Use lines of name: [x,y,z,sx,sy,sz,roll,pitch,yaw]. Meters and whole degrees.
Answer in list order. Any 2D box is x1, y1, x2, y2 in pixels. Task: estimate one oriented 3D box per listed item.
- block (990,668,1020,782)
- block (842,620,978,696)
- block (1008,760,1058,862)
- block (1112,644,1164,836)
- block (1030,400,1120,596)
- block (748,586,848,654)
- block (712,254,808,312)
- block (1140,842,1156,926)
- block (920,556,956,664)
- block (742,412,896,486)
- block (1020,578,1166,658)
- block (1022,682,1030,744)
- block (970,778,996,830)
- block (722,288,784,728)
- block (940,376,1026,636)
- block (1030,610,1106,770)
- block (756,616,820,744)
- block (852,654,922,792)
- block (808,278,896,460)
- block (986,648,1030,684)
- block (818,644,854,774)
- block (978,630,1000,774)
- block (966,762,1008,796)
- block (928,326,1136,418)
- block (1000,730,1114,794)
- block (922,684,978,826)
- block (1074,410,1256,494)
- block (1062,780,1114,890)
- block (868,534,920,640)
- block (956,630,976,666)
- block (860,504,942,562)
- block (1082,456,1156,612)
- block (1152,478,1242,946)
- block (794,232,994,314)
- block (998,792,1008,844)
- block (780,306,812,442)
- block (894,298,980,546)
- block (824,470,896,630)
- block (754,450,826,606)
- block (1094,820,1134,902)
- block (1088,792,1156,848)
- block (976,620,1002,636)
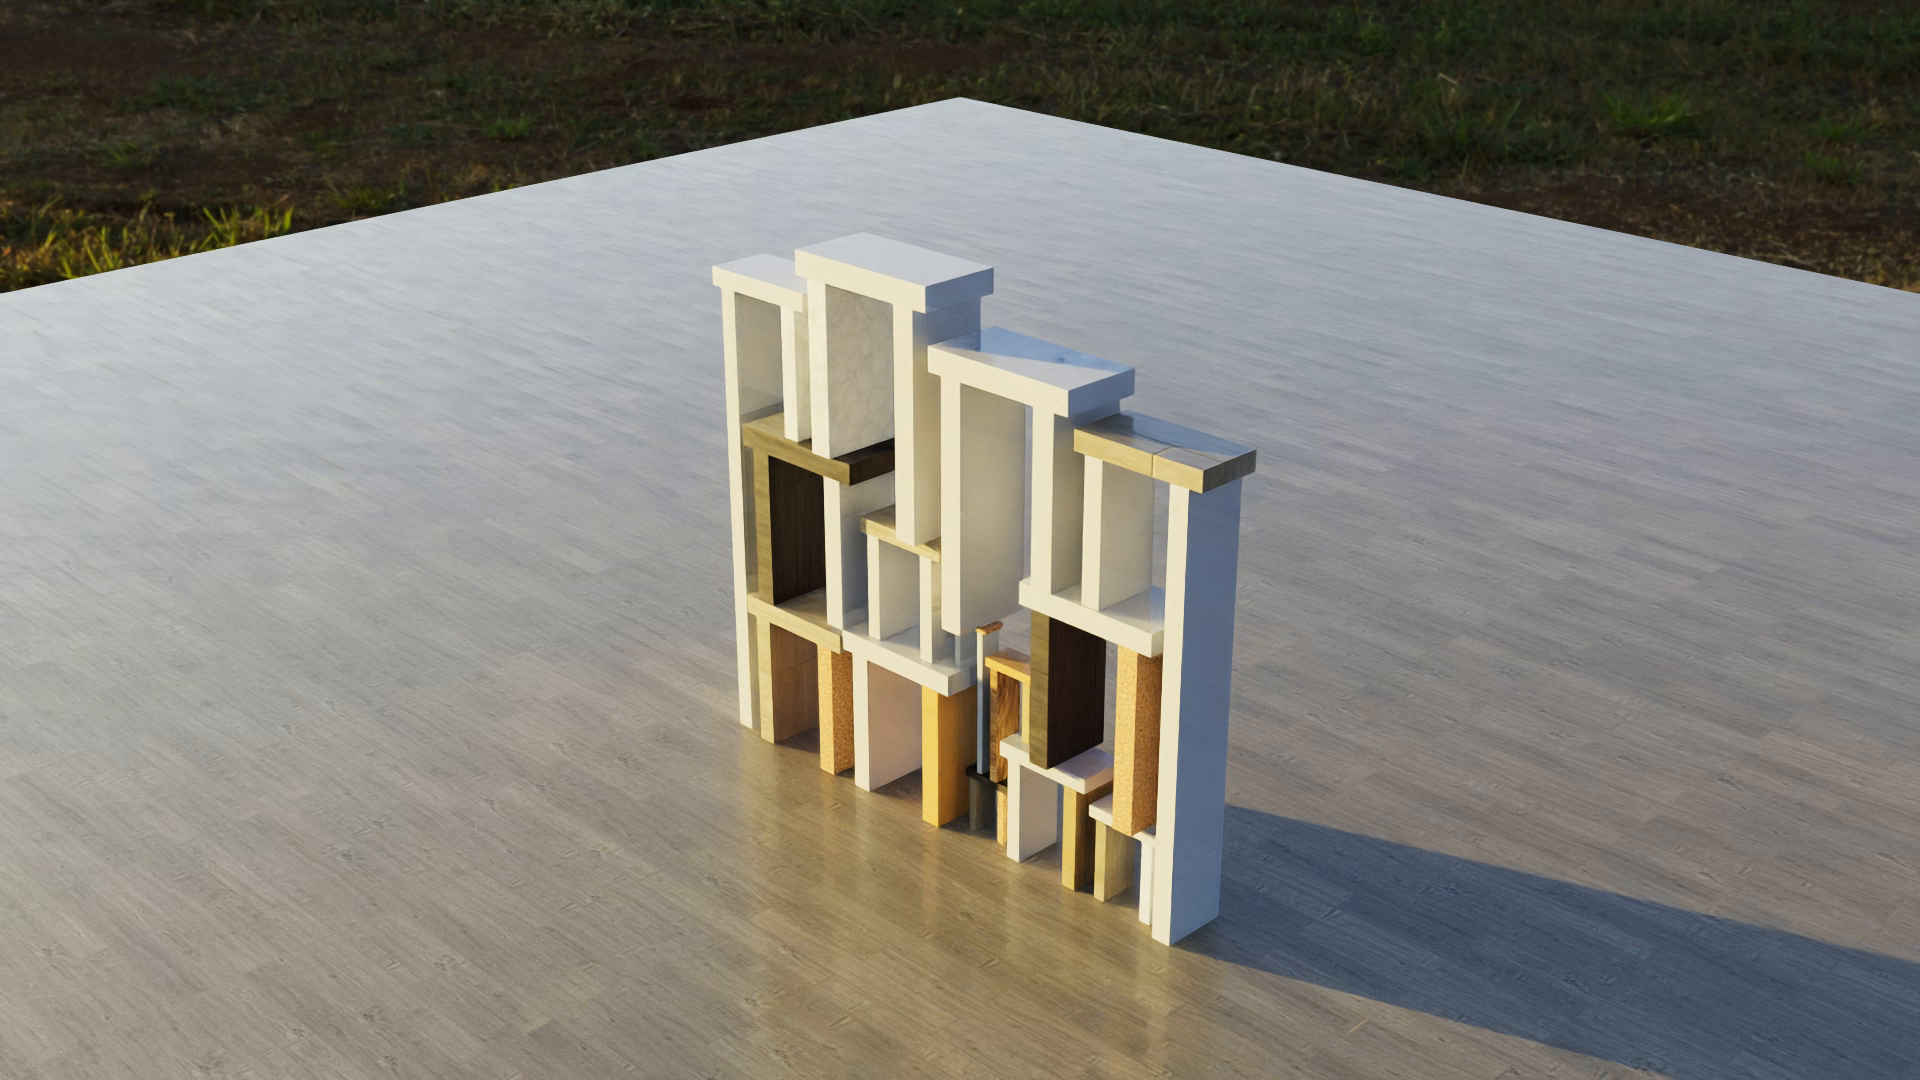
block: [0.088,0.352,4.282,0.064,0.245,0.018,-21,31,-41]
block: [-0.077,0.222,4.407,0.303,0.043,0.152,21,31,41]
block: [0.142,0.508,4.285,0.031,0.218,0.109,21,31,41]
block: [0.351,0.340,3.986,0.159,0.372,0.045,-21,31,-40]
block: [0.208,-0.091,3.965,0.174,0.348,0.049,-21,31,-40]
block: [-0.295,0.154,4.604,0.290,0.041,0.145,21,31,41]
block: [-0.354,-0.515,4.394,0.137,0.039,0.274,-21,31,-40]
block: [0.372,0.621,4.079,0.085,0.170,0.024,-21,31,-40]
block: [-0.027,0.121,4.306,0.111,0.222,0.031,-21,31,-41]
block: [-0.272,-0.193,4.446,0.161,0.046,0.322,-21,31,-41]
block: [0.277,0.119,3.973,0.159,0.045,0.318,-21,31,-40]
block: [0.148,0.321,4.204,0.018,0.128,0.064,21,31,40]
block: [0.045,0.517,4.395,0.016,0.115,0.058,21,31,41]
block: [-0.418,-0.068,4.655,0.039,0.989,0.137,21,31,41]
block: [0.044,-0.082,4.148,0.174,0.509,0.049,-21,31,-40]
block: [0.202,0.256,4.113,0.159,0.318,0.045,-21,31,-40]
block: [-0.363,0.279,4.732,0.041,0.290,0.145,21,31,41]
block: [-0.148,0.353,4.540,0.043,0.303,0.152,21,31,41]
block: [-0.210,-0.353,4.310,0.050,0.356,0.178,21,31,41]
block: [0.117,0.242,4.203,0.064,0.018,0.128,-21,31,-40]
block: [-0.227,0.333,4.606,0.041,0.290,0.145,21,31,41]
block: [0.055,0.313,4.294,0.046,0.307,0.013,-21,31,-41]
block: [0.072,0.467,4.344,0.058,0.016,0.115,-21,31,-41]
block: [0.126,-0.306,3.962,0.174,0.049,0.348,-21,31,-40]
block: [0.192,0.414,4.188,0.218,0.031,0.109,21,31,40]
block: [-0.006,0.409,4.408,0.043,0.303,0.152,21,31,41]
block: [0.350,-0.155,3.775,0.286,0.041,0.143,21,31,40]
block: [0.244,0.548,4.190,0.031,0.218,0.109,21,31,41]
block: [-0.132,0.080,4.402,0.031,0.222,0.111,21,31,41]
block: [0.012,0.197,4.292,0.046,0.092,0.013,-21,31,-41]
block: [-0.079,-0.017,4.304,0.222,0.031,0.111,21,31,41]
block: [0.282,-0.031,3.901,0.143,0.286,0.041,-21,31,-40]
block: [0.418,0.303,3.897,0.041,0.898,0.143,21,31,41]
block: [-0.126,-0.508,4.153,0.356,0.050,0.178,21,31,41]
block: [0.100,0.538,4.345,0.016,0.115,0.058,21,31,41]
block: [-0.289,-0.346,4.396,0.137,0.274,0.039,-21,31,-41]
block: [-0.042,-0.236,4.178,0.050,0.470,0.178,21,31,41]
block: [-0.196,0.006,4.448,0.046,0.322,0.161,21,31,41]
block: [-0.348,-0.046,4.591,0.046,0.338,0.161,21,31,41]
block: [0.293,0.590,4.153,0.085,0.170,0.024,-21,31,-41]
block: [0.331,0.516,4.078,0.085,0.024,0.170,-21,31,-40]
block: [0.033,0.158,4.251,0.046,0.013,0.092,-21,31,-40]
